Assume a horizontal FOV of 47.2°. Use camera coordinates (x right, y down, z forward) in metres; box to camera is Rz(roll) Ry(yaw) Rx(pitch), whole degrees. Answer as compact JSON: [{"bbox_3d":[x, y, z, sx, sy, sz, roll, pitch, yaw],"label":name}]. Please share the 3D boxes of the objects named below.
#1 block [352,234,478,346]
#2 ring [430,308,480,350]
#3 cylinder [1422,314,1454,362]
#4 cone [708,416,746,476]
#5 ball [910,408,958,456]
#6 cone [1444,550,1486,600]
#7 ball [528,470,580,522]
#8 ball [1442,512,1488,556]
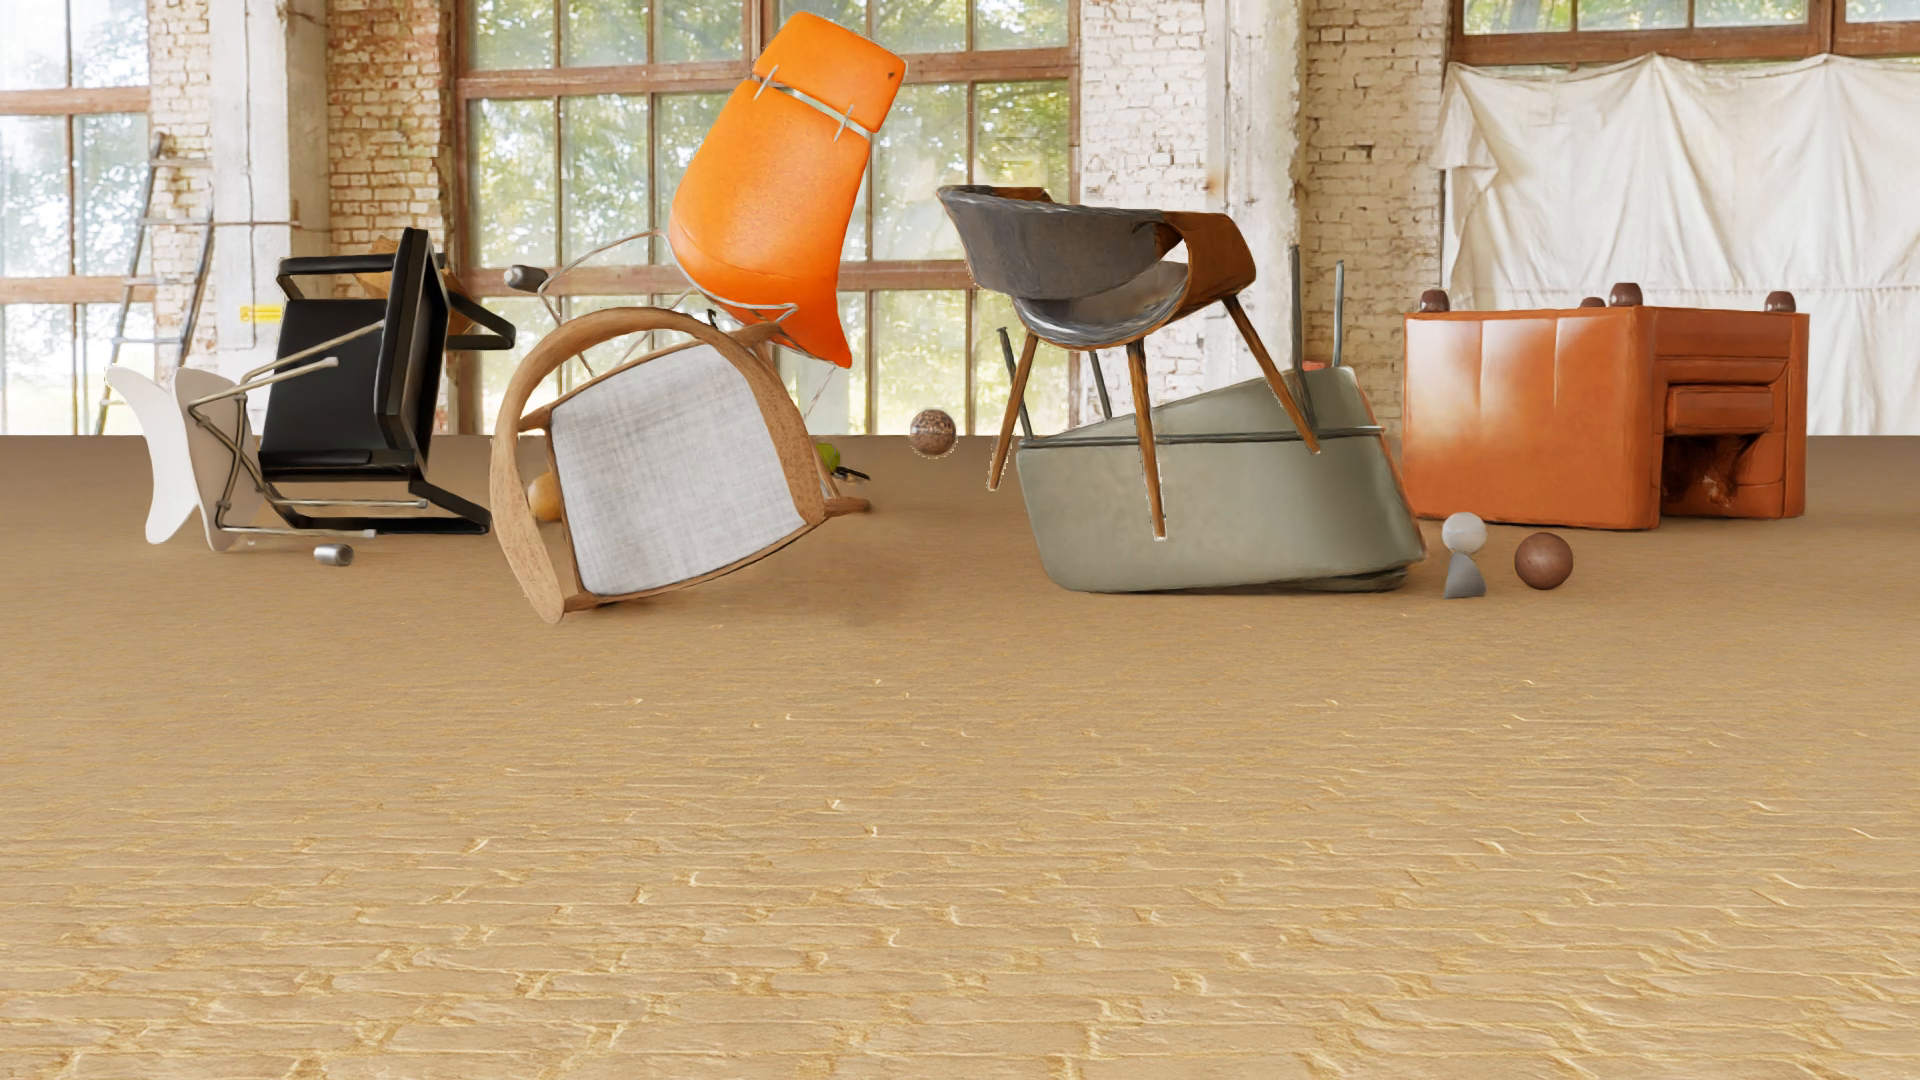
[{"bbox_3d":[-1.786,-0.817,7.219,0.289,0.162,0.261,27,-15,18],"label":"block"},{"bbox_3d":[-1.831,-0.774,7.976,0.216,0.062,0.261,-45,8,-29],"label":"ring"},{"bbox_3d":[1.769,-0.746,8.137,0.084,0.153,0.090,12,-7,37],"label":"cylinder"},{"bbox_3d":[-0.782,-0.312,7.661,0.133,0.215,0.171,14,-5,15],"label":"cone"},{"bbox_3d":[-0.088,-0.352,7.173,0.157,0.157,0.157,0,4,0],"label":"ball"},{"bbox_3d":[1.060,0.100,4.701,0.086,0.135,0.085,-42,37,-19],"label":"cone"},{"bbox_3d":[-1.378,-0.149,7.455,0.172,0.172,0.172,0,4,0],"label":"ball"},{"bbox_3d":[1.361,-0.018,5.933,0.119,0.119,0.119,0,4,0],"label":"ball"}]
